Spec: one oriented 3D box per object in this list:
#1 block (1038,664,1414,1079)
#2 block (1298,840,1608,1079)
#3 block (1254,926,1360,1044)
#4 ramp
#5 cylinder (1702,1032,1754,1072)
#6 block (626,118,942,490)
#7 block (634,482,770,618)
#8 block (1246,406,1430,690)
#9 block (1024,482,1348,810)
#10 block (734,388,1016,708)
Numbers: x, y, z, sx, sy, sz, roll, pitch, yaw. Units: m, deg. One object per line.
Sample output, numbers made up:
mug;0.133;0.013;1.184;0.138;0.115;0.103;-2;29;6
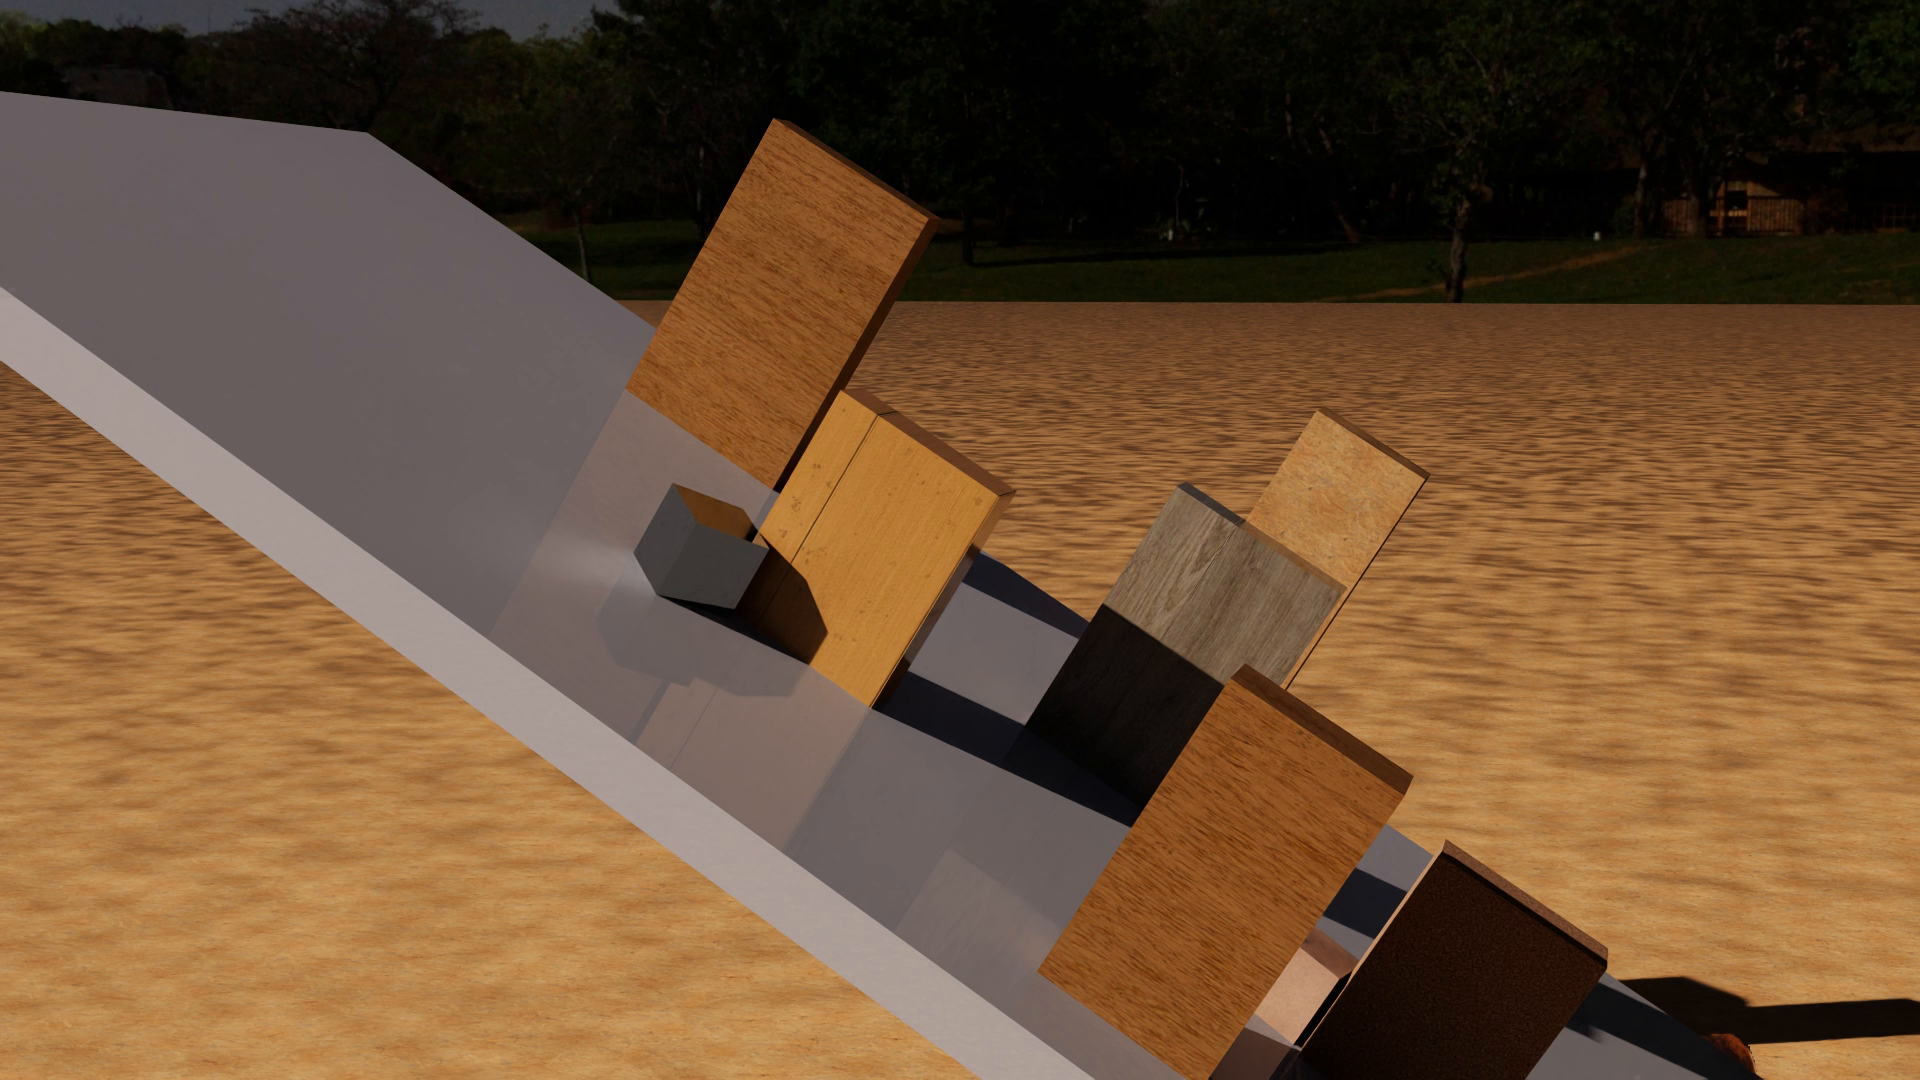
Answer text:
block;0.381;0.485;3.184;0.288;0.530;0.127;34;15;11
block;0.767;0.722;3.429;0.294;0.401;0.106;34;15;11
block;0.543;0.707;3.559;0.134;0.134;0.134;37;16;22
ramp;-0.154;0.254;4.113;4.000;0.100;2.000;34;15;11
cylinder;1.648;1.184;4.883;0.158;0.158;0.158;-2;7;-19
block;-0.375;-0.491;4.606;0.394;0.658;0.093;34;15;11
block;-0.449;0.019;3.809;0.147;0.147;0.147;21;18;-34
block;0.703;0.085;4.766;0.267;0.708;0.137;34;15;11
block;0.415;0.220;4.082;0.355;0.545;0.094;34;15;11
block;-0.163;0.012;3.824;0.333;0.439;0.107;34;15;11
